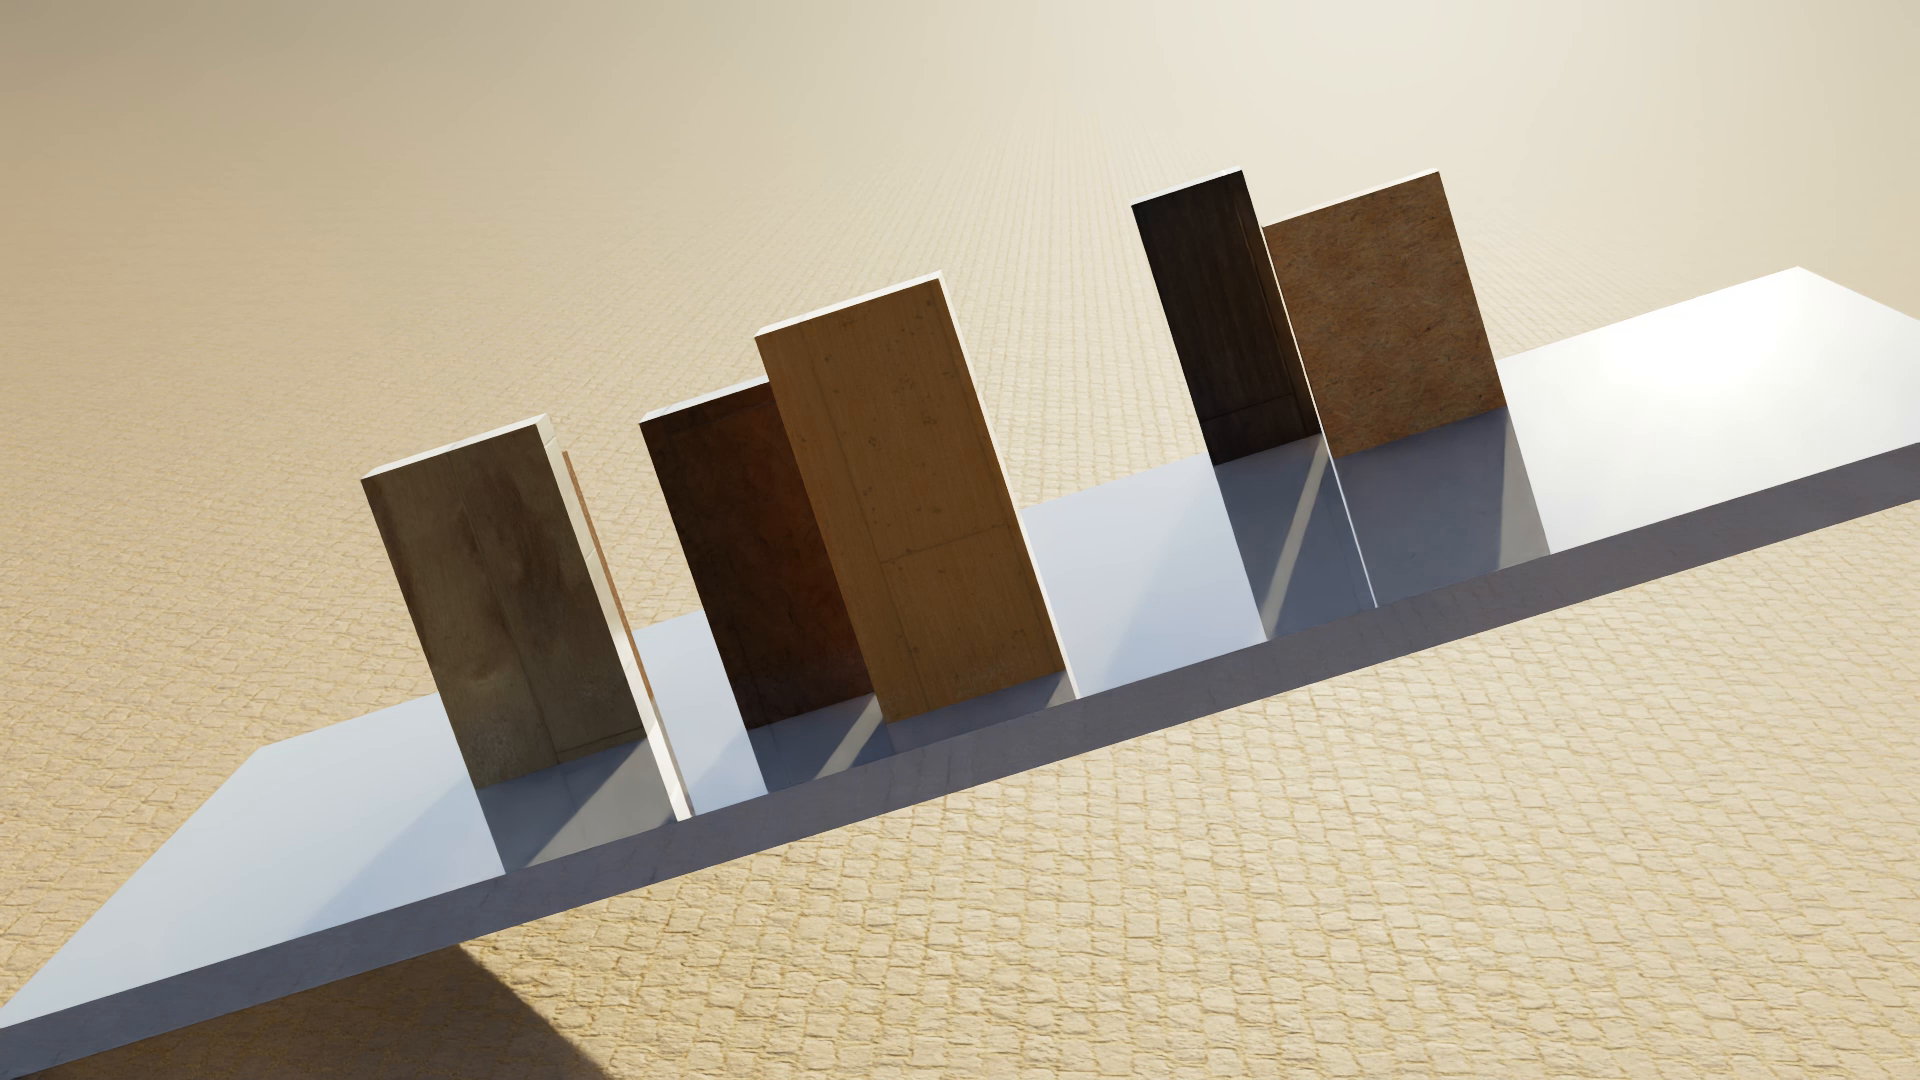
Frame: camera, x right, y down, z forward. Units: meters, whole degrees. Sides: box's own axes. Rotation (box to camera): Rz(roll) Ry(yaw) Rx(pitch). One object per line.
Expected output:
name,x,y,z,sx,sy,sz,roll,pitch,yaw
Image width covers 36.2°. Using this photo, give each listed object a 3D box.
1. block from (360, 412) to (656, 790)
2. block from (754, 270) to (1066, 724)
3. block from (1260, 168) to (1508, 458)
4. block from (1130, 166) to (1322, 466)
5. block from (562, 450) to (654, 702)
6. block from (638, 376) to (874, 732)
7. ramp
block,-0.941,0.130,6.165,0.386,0.696,0.135,-17,10,5
block,-0.088,-0.078,5.554,0.359,0.778,0.124,-17,10,5
block,0.953,-0.509,6.620,0.406,0.550,0.092,-17,10,5
block,0.633,-0.533,7.008,0.272,0.654,0.129,-17,10,5
block,-0.948,0.145,6.420,0.377,0.580,0.127,-17,10,5
block,-0.395,0.022,5.892,0.281,0.657,0.129,-17,10,5
ramp,0.102,0.182,6.310,4.000,0.100,2.000,-17,10,5
